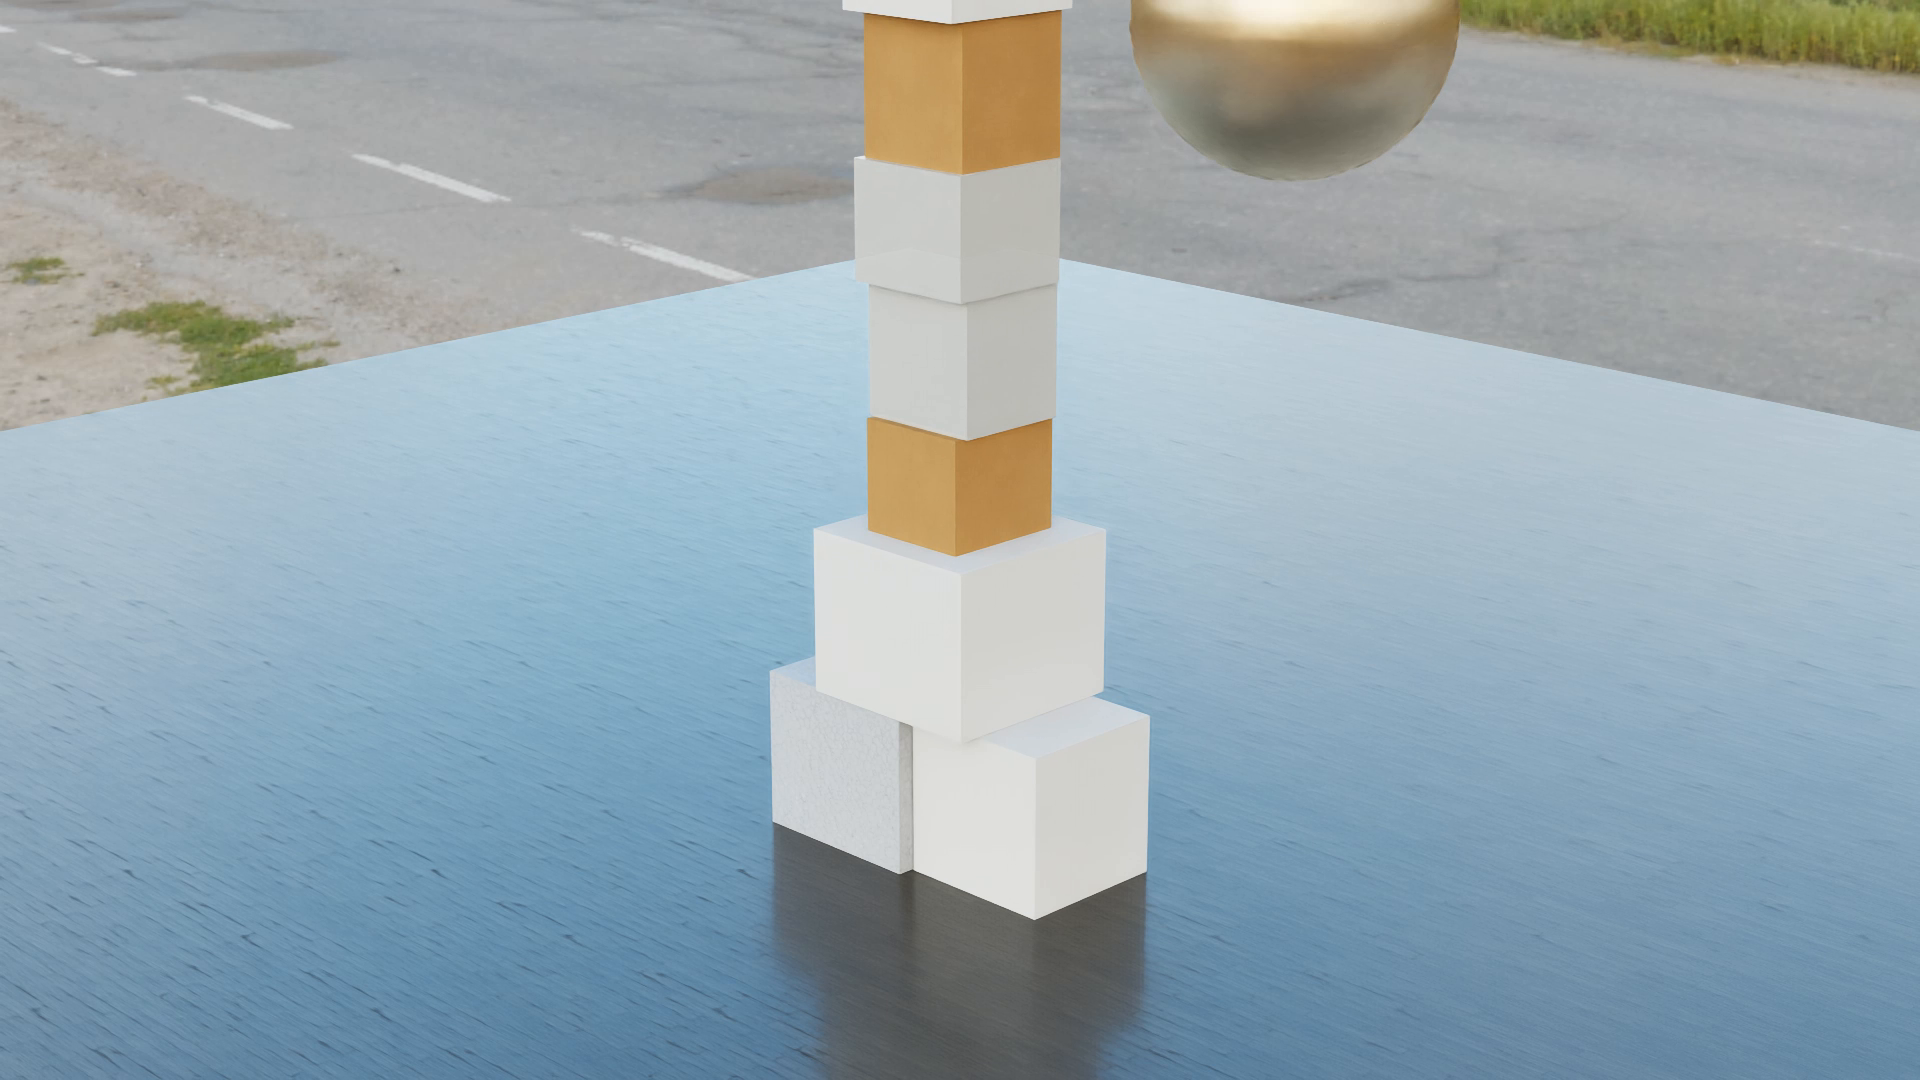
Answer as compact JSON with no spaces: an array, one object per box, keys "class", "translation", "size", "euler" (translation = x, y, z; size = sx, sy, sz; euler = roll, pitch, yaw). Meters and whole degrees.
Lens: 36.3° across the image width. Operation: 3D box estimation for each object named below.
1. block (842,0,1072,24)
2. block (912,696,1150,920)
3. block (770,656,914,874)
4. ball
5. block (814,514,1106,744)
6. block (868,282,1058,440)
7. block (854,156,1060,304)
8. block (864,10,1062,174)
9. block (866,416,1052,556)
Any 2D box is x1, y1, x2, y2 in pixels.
[{"class":"block","translation":[-0.010,-2.649,12.499],"size":[0.734,0.765,0.662],"euler":[-17,24,-42]},{"class":"block","translation":[0.323,1.157,13.386],"size":[0.747,0.766,0.770],"euler":[-17,24,-42]},{"class":"block","translation":[-0.279,0.983,13.937],"size":[0.873,0.768,0.877],"euler":[-17,24,-42]},{"class":"ball","translation":[1.623,-2.544,14.243],"size":[1.600,1.600,1.600],"euler":[0,17,0]},{"class":"block","translation":[-0.001,0.324,13.442],"size":[0.931,0.785,0.948],"euler":[-17,24,-42]},{"class":"block","translation":[0.013,-0.854,13.086],"size":[0.566,0.623,0.617],"euler":[-17,24,-42]},{"class":"block","translation":[-0.012,-1.406,12.887],"size":[0.618,0.550,0.659],"euler":[-17,24,-42]},{"class":"block","translation":[0.011,-1.983,12.730],"size":[0.605,0.646,0.601],"euler":[-17,24,-42]},{"class":"block","translation":[-0.001,-0.301,13.246],"size":[0.616,0.527,0.562],"euler":[-17,24,-42]}]
